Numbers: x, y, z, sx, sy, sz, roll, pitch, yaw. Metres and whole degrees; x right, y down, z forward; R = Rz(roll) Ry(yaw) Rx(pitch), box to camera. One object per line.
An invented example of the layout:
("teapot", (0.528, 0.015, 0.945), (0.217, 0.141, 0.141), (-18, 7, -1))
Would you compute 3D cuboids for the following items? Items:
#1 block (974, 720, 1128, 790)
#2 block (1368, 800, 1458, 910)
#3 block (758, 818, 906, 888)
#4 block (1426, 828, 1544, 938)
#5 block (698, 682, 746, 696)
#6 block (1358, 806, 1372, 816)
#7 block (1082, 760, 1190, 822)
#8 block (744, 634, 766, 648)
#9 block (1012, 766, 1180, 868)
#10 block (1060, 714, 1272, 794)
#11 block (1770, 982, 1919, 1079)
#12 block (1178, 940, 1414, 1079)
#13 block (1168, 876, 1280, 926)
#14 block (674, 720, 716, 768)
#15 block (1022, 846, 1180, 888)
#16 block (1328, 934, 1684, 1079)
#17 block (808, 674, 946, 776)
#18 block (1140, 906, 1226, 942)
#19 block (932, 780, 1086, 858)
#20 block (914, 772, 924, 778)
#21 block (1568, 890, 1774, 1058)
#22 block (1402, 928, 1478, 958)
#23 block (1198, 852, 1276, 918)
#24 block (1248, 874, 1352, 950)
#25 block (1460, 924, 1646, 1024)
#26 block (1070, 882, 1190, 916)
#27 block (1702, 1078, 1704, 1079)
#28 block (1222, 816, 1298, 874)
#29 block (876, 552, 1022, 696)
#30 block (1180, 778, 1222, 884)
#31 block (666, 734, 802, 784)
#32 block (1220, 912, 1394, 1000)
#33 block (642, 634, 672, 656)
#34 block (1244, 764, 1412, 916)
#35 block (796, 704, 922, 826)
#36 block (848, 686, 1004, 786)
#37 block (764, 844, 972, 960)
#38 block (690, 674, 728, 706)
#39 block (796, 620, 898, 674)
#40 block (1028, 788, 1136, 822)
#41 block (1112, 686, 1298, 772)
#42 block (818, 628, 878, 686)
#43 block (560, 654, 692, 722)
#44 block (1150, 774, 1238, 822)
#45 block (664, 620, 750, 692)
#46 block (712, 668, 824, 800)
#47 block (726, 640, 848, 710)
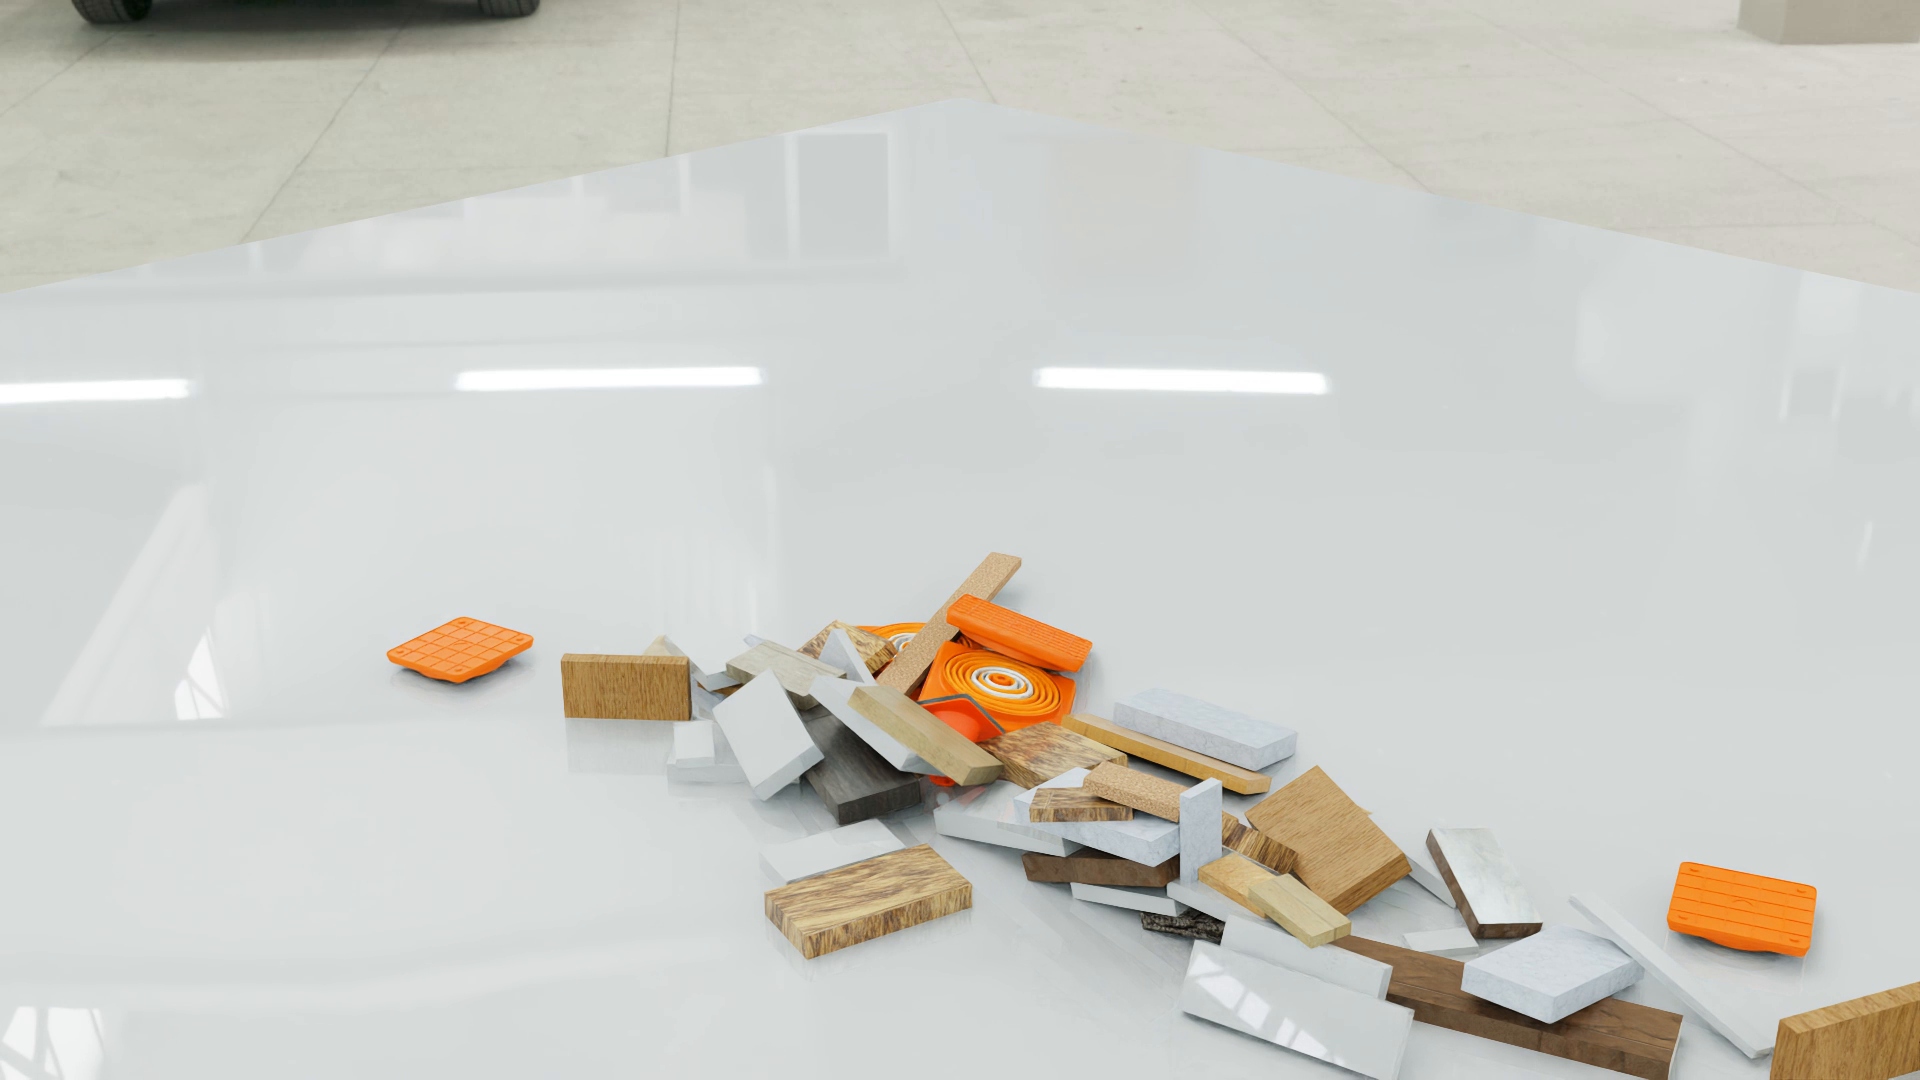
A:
("block", (0.183, 0.447, 4.464), (0.174, 0.049, 0.347), (-15, 13, -22))
("block", (0.902, 0.603, 4.236), (0.128, 0.036, 0.257), (-17, 38, -35))
("block", (-0.247, 0.615, 4.266), (0.257, 0.036, 0.128), (-12, 26, -27))
("block", (0.980, 0.640, 4.120), (0.128, 0.036, 0.257), (1, 34, -13))
("block", (-0.489, 0.320, 4.909), (0.177, 0.025, 0.089), (14, 26, 29))
("block", (0.805, 0.582, 4.350), (0.105, 0.030, 0.210), (-18, 29, -36))
("block", (0.331, 0.461, 4.039), (0.191, 0.027, 0.095), (16, 21, 23))
("block", (-0.384, 0.290, 4.952), (0.126, 0.036, 0.252), (24, 6, -37))
("block", (0.287, 0.513, 4.104), (0.176, 0.050, 0.353), (-21, 22, -39))
("block", (0.429, 0.447, 4.625), (0.461, 0.030, 0.105), (17, 8, 35))
("block", (1.470, 0.829, 3.617), (0.296, 0.148, 0.042), (-9, 25, -20))
("block", (0.565, 0.795, 3.727), (0.392, 0.123, 0.035), (14, -3, 29))
("block", (0.504, 0.644, 3.959), (0.121, 0.034, 0.241), (-22, 29, -40))
("block", (-0.559, 0.429, 4.620), (0.081, 0.023, 0.161), (-3, 23, -8))
("block", (0.302, 0.591, 4.145), (0.176, 0.050, 0.353), (-22, 10, -41))
("block", (0.852, 0.791, 3.842), (0.771, 0.042, 0.148), (10, 25, 23))
("block", (-0.161, 0.381, 4.521), (0.304, 0.043, 0.152), (36, 13, 37))
("block", (0.462, 0.685, 4.022), (0.241, 0.034, 0.121), (0, 18, 43))
("block", (0.134, 0.541, 4.307), (0.176, 0.050, 0.353), (-22, 16, -41))
("block", (-0.167, 0.462, 4.567), (0.092, 0.026, 0.184), (-23, 31, -32))
("block", (1.234, 0.752, 3.833), (0.061, 0.017, 0.423), (0, 31, -39))
("block", (0.875, 0.735, 4.005), (0.122, 0.017, 0.061), (-4, 23, -9))
("block", (0.518, 0.619, 3.942), (0.087, 0.025, 0.175), (-17, 25, -32))
("block", (0.588, 0.643, 3.816), (0.087, 0.025, 0.175), (-14, 28, -28))
("block", (1.037, 0.750, 3.825), (0.170, 0.048, 0.339), (16, 15, 41))
("block", (0.340, 0.647, 4.121), (0.241, 0.034, 0.121), (3, 20, 42))
("block", (1.179, 0.971, 3.411), (0.170, 0.048, 0.339), (16, 27, 31))
("block", (0.458, 0.538, 4.218), (0.353, 0.050, 0.176), (22, -6, 38))
("block", (-0.023, 0.192, 5.126), (0.081, 0.023, 0.796), (11, 25, 17))
("block", (0.436, 0.526, 3.981), (0.087, 0.175, 0.025), (-21, 28, -39))
("block", (-0.469, 0.458, 4.630), (0.276, 0.039, 0.138), (1, 23, 2))
("block", (0.583, 0.758, 3.779), (0.296, 0.148, 0.042), (15, 5, 32))
("block", (-0.685, 0.272, 5.087), (0.089, 0.025, 0.177), (5, 24, 12))
("block", (0.703, 0.579, 4.232), (0.176, 0.050, 0.353), (-33, 29, -4))
("block", (-0.263, 0.419, 4.587), (0.174, 0.049, 0.541), (-14, 28, -18))
("block", (-0.070, 0.394, 4.456), (0.304, 0.043, 0.152), (33, 11, 24))
("block", (-0.171, 0.672, 4.113), (0.347, 0.049, 0.174), (-13, 26, -28))
("block", (-0.551, 0.328, 4.955), (0.089, 0.025, 0.177), (-17, 29, -35))
("block", (-0.260, 0.255, 4.993), (0.126, 0.036, 0.252), (-39, 28, -21))
("block", (0.230, 0.489, 4.071), (0.191, 0.027, 0.095), (-3, 17, 13))
("block", (0.523, 0.402, 4.708), (0.353, 0.050, 0.176), (16, 17, 34))
("block", (-0.247, 0.302, 4.835), (0.030, 0.105, 0.210), (4, 36, -35))
("block", (-0.731, 0.323, 4.823), (0.276, 0.138, 0.039), (1, 23, 3))
("block", (0.427, 0.550, 4.420), (0.123, 0.035, 0.246), (-19, 29, -38))
("block", (-0.555, 0.260, 4.971), (0.138, 0.039, 0.276), (-13, 23, -24))
("block", (-0.401, 0.400, 4.564), (0.152, 0.043, 0.304), (-36, 36, -2))
("block", (-0.377, 0.292, 4.771), (0.252, 0.036, 0.126), (19, 35, 40))
